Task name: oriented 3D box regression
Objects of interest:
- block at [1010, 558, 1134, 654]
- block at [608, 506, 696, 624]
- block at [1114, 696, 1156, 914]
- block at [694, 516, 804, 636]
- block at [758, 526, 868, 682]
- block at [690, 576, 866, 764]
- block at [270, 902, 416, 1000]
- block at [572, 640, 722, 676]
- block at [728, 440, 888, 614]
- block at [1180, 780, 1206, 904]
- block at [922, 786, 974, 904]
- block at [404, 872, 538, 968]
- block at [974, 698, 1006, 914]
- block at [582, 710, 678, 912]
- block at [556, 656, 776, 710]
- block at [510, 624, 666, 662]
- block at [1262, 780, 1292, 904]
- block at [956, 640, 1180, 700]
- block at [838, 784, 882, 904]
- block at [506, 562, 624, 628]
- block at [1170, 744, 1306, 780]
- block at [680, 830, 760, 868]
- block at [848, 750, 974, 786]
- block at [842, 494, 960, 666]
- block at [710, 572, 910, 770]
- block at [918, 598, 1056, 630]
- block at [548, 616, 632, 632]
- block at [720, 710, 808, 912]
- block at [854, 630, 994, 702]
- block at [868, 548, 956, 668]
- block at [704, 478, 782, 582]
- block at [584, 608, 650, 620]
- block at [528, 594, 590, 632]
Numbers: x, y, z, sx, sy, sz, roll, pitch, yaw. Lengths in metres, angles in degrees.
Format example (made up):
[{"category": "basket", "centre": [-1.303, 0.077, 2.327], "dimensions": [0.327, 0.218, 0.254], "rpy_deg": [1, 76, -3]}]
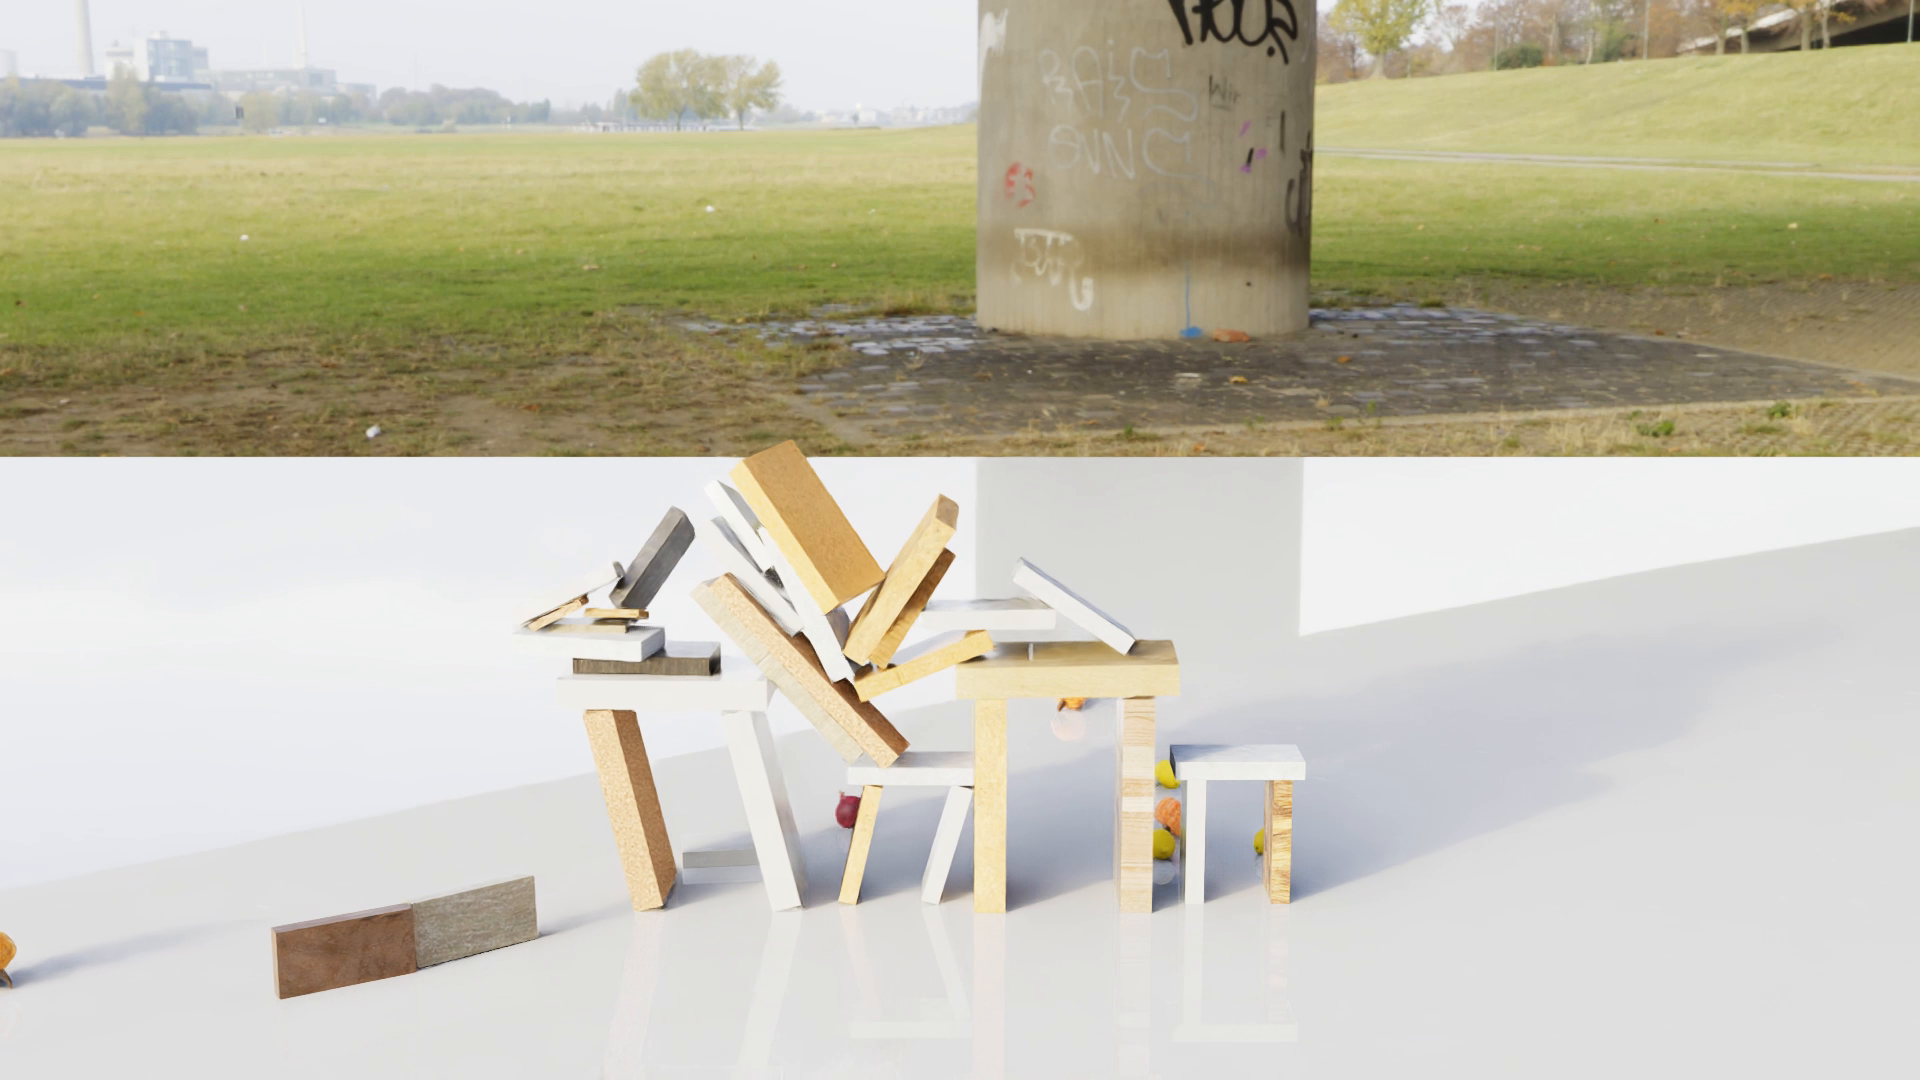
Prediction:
[{"category": "block", "centre": [0.182, 0.107, 3.580], "dimensions": [0.217, 0.031, 0.108], "rpy_deg": [34, 5, -5]}, {"category": "block", "centre": [-0.507, 0.042, 3.641], "dimensions": [0.027, 0.187, 0.094], "rpy_deg": [28, -18, 17]}, {"category": "block", "centre": [0.287, 0.415, 3.632], "dimensions": [0.051, 0.357, 0.179], "rpy_deg": [0, 11, 0]}, {"category": "block", "centre": [-0.333, 0.057, 3.614], "dimensions": [0.033, 0.231, 0.116], "rpy_deg": [-44, -1, 9]}, {"category": "block", "centre": [-0.239, 0.091, 3.597], "dimensions": [0.039, 0.275, 0.137], "rpy_deg": [-25, 2, 11]}, {"category": "block", "centre": [-0.287, 0.210, 3.585], "dimensions": [0.377, 0.032, 0.112], "rpy_deg": [46, 8, 4]}, {"category": "block", "centre": [-0.917, 0.611, 3.275], "dimensions": [0.204, 0.102, 0.029], "rpy_deg": [-6, 12, -31]}, {"category": "block", "centre": [-0.511, 0.192, 3.601], "dimensions": [0.224, 0.032, 0.112], "rpy_deg": [1, 11, 4]}, {"category": "block", "centre": [-0.244, -0.023, 3.532], "dimensions": [0.039, 0.275, 0.137], "rpy_deg": [-38, -6, 36]}, {"category": "block", "centre": [0.386, 0.485, 3.653], "dimensions": [0.030, 0.212, 0.106], "rpy_deg": [0, 11, 0]}, {"category": "block", "centre": [-0.021, 0.491, 3.647], "dimensions": [0.029, 0.203, 0.102], "rpy_deg": [16, 10, -3]}, {"category": "block", "centre": [-0.754, 0.587, 3.403], "dimensions": [0.204, 0.102, 0.029], "rpy_deg": [-8, 10, -38]}, {"category": "block", "centre": [0.049, 0.415, 3.632], "dimensions": [0.051, 0.357, 0.179], "rpy_deg": [0, 11, 0]}, {"category": "block", "centre": [-0.543, 0.423, 3.636], "dimensions": [0.048, 0.338, 0.169], "rpy_deg": [-12, 10, 3]}, {"category": "block", "centre": [-0.476, 0.233, 3.599], "dimensions": [0.338, 0.048, 0.169], "rpy_deg": [0, 11, 1]}, {"category": "block", "centre": [-0.606, 0.163, 3.585], "dimensions": [0.224, 0.032, 0.112], "rpy_deg": [3, 11, 13]}, {"category": "block", "centre": [0.527, 0.485, 3.653], "dimensions": [0.030, 0.212, 0.106], "rpy_deg": [0, 11, 0]}, {"category": "block", "centre": [0.174, 0.210, 3.597], "dimensions": [0.357, 0.051, 0.179], "rpy_deg": [-1, 11, 2]}, {"category": "block", "centre": [-0.163, 0.490, 3.647], "dimensions": [0.029, 0.203, 0.102], "rpy_deg": [13, 10, -2]}, {"category": "block", "centre": [-0.641, 0.088, 3.594], "dimensions": [0.187, 0.027, 0.094], "rpy_deg": [-26, 0, 0]}, {"category": "block", "centre": [0.457, 0.367, 3.631], "dimensions": [0.212, 0.030, 0.106], "rpy_deg": [0, 11, 0]}, {"category": "block", "centre": [-0.385, 0.541, 3.856], "dimensions": [0.204, 0.029, 0.102], "rpy_deg": [-2, 11, -8]}, {"category": "block", "centre": [-0.080, 0.376, 3.627], "dimensions": [0.203, 0.029, 0.102], "rpy_deg": [1, 10, 0]}, {"category": "block", "centre": [-0.094, 0.062, 3.554], "dimensions": [0.039, 0.274, 0.137], "rpy_deg": [32, 17, -8]}, {"category": "block", "centre": [-0.243, 0.207, 3.583], "dimensions": [0.407, 0.033, 0.116], "rpy_deg": [46, 10, 3]}, {"category": "block", "centre": [0.043, 0.120, 3.585], "dimensions": [0.217, 0.031, 0.108], "rpy_deg": [0, 9, -3]}, {"category": "block", "centre": [-0.604, 0.139, 3.590], "dimensions": [0.125, 0.013, 0.047], "rpy_deg": [2, 13, 2]}, {"category": "block", "centre": [-0.321, 0.424, 3.636], "dimensions": [0.048, 0.338, 0.169], "rpy_deg": [-13, 10, 2]}, {"category": "block", "centre": [-0.060, 0.194, 3.594], "dimensions": [0.231, 0.033, 0.116], "rpy_deg": [-22, 9, 1]}, {"category": "block", "centre": [-0.082, 0.104, 3.573], "dimensions": [0.031, 0.217, 0.108], "rpy_deg": [32, 0, -7]}, {"category": "block", "centre": [-0.346, -0.014, 3.638], "dimensions": [0.187, 0.027, 0.094], "rpy_deg": [52, 7, 22]}, {"category": "block", "centre": [-0.557, 0.120, 3.571], "dimensions": [0.095, 0.013, 0.047], "rpy_deg": [1, -6, 15]}, {"category": "block", "centre": [-0.650, 0.118, 3.566], "dimensions": [0.095, 0.013, 0.047], "rpy_deg": [-26, 7, 9]}]
